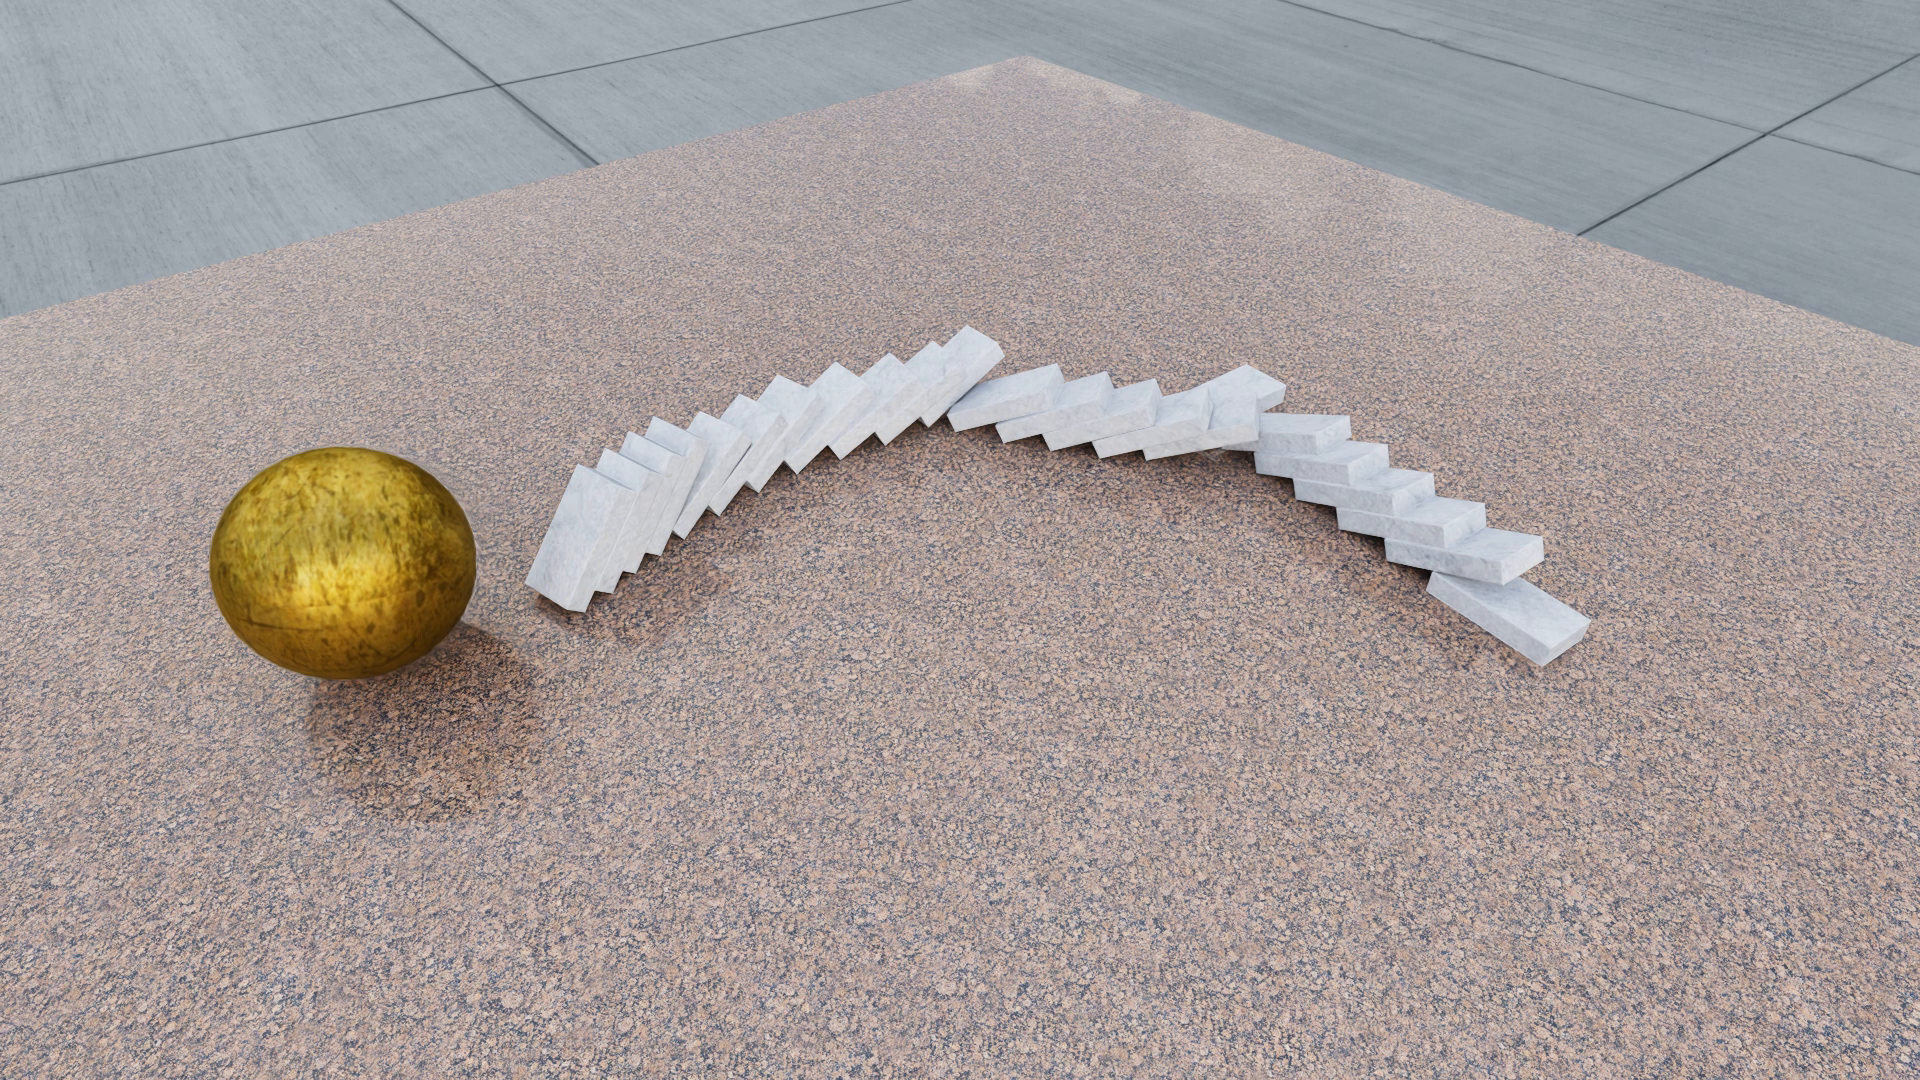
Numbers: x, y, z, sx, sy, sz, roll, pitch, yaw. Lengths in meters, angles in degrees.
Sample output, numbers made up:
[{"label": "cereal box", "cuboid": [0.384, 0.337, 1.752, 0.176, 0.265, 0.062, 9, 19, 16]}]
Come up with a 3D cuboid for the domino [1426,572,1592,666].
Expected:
[{"label": "domino", "cuboid": [0.205, 0.024, 0.414, 0.025, 0.009, 0.050, -24, 45, -26]}]

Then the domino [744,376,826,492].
[{"label": "domino", "cuboid": [-0.084, -0.047, 0.484, 0.025, 0.009, 0.050, 26, 73, 29]}]

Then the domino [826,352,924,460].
[{"label": "domino", "cuboid": [-0.043, -0.061, 0.501, 0.050, 0.009, 0.025, -40, 48, -4]}]

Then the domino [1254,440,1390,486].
[{"label": "domino", "cuboid": [0.154, -0.034, 0.470, 0.025, 0.010, 0.050, -24, 21, -27]}]

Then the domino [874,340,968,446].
[{"label": "domino", "cuboid": [-0.023, -0.068, 0.509, 0.050, 0.010, 0.025, -40, 47, -4]}]

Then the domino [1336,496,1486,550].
[{"label": "domino", "cuboid": [0.179, -0.009, 0.439, 0.025, 0.010, 0.050, -23, 21, -26]}]

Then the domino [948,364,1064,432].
[{"label": "domino", "cuboid": [0.021, -0.066, 0.508, 0.050, 0.009, 0.025, -11, 33, 28]}]

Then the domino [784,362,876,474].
[{"label": "domino", "cuboid": [-0.064, -0.055, 0.494, 0.050, 0.009, 0.025, -46, 53, -9]}]

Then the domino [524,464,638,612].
[{"label": "domino", "cuboid": [-0.144, -0.001, 0.418, 0.025, 0.050, 0.010, 25, 1, 27]}]

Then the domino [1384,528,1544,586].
[{"label": "domino", "cuboid": [0.193, 0.004, 0.423, 0.025, 0.009, 0.050, -24, 21, -26]}]

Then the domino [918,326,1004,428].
[{"label": "domino", "cuboid": [-0.006, -0.078, 0.520, 0.050, 0.009, 0.025, -44, 46, -7]}]

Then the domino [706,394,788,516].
[{"label": "domino", "cuboid": [-0.099, -0.037, 0.472, 0.025, 0.009, 0.050, 26, 73, 28]}]

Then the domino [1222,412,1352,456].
[{"label": "domino", "cuboid": [0.143, -0.047, 0.485, 0.025, 0.010, 0.050, -26, 23, -34]}]

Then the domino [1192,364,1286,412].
[{"label": "domino", "cuboid": [0.129, -0.067, 0.525, 0.050, 0.010, 0.025, -26, 46, -28]}]

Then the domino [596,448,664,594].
[{"label": "domino", "cuboid": [-0.136, -0.008, 0.427, 0.025, 0.050, 0.010, 25, 1, 27]}]

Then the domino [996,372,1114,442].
[{"label": "domino", "cuboid": [0.043, -0.060, 0.500, 0.050, 0.009, 0.025, -12, 32, 29]}]

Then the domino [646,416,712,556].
[{"label": "domino", "cuboid": [-0.122, -0.022, 0.444, 0.025, 0.050, 0.010, 25, 1, 27]}]

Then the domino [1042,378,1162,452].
[{"label": "domino", "cuboid": [0.064, -0.056, 0.495, 0.050, 0.009, 0.025, -12, 32, 29]}]

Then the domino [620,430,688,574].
[{"label": "domino", "cuboid": [-0.130, -0.015, 0.436, 0.025, 0.050, 0.010, 25, 1, 27]}]

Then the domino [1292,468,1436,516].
[{"label": "domino", "cuboid": [0.166, -0.022, 0.455, 0.025, 0.010, 0.050, -23, 21, -26]}]

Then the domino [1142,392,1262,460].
[{"label": "domino", "cuboid": [0.108, -0.051, 0.491, 0.050, 0.010, 0.025, -9, 34, 25]}]

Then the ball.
[{"label": "ball", "cuboid": [-0.210, 0.008, 0.378, 0.080, 0.080, 0.080, 0, 39, 0]}]

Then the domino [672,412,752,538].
[{"label": "domino", "cuboid": [-0.112, -0.027, 0.459, 0.025, 0.010, 0.050, 25, 74, 27]}]

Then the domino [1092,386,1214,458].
[{"label": "domino", "cuboid": [0.086, -0.052, 0.489, 0.050, 0.010, 0.025, -11, 34, 30]}]
